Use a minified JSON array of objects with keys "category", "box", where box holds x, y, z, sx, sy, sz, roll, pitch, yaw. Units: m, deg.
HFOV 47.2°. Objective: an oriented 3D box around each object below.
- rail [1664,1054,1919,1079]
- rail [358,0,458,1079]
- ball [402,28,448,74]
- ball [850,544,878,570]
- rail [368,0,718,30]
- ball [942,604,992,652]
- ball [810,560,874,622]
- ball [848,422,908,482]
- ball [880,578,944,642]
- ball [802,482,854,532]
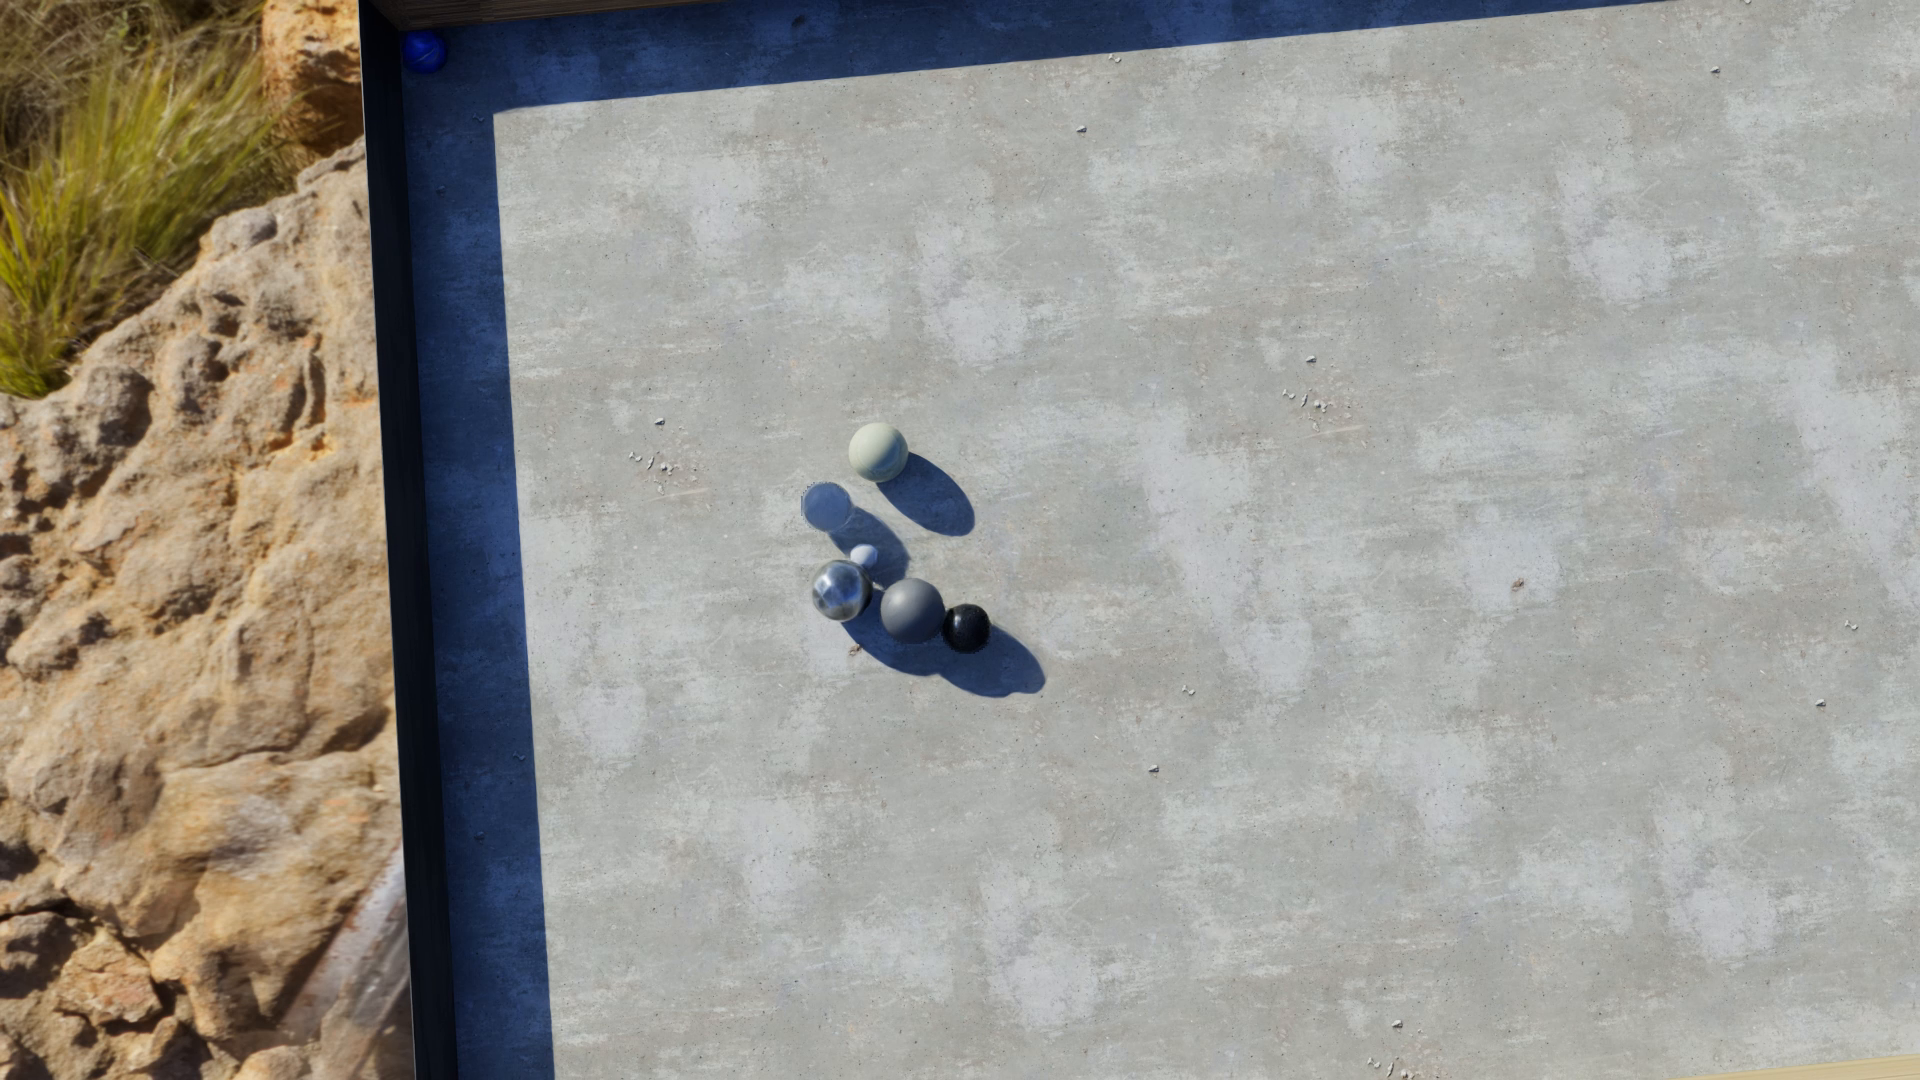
[{"category":"rail","box":[0.915,0.795,3.115,3.325,0.124,0.045,-6,80,-1]},{"category":"rail","box":[-0.804,0.073,3.242,0.045,0.124,1.842,-6,80,-1]},{"category":"ball","box":[-0.831,-0.759,3.417,0.070,0.070,0.070,0,80,0]},{"category":"ball","box":[-0.143,0.025,3.294,0.040,0.040,0.040,0,80,0]},{"category":"rail","box":[0.740,-0.964,3.424,3.325,0.124,0.045,-6,80,-1]},{"category":"ball","box":[0.010,0.130,3.259,0.072,0.072,0.072,0,80,0]},{"category":"ball","box":[-0.175,0.075,3.259,0.092,0.092,0.092,0,80,0]},{"category":"ball","box":[-0.122,-0.131,3.296,0.090,0.090,0.090,0,80,0]},{"category":"ball","box":[-0.071,0.104,3.252,0.096,0.096,0.096,0,80,0]},{"category":"ball","box":[-0.198,-0.050,3.289,0.076,0.076,0.076,0,80,0]}]
